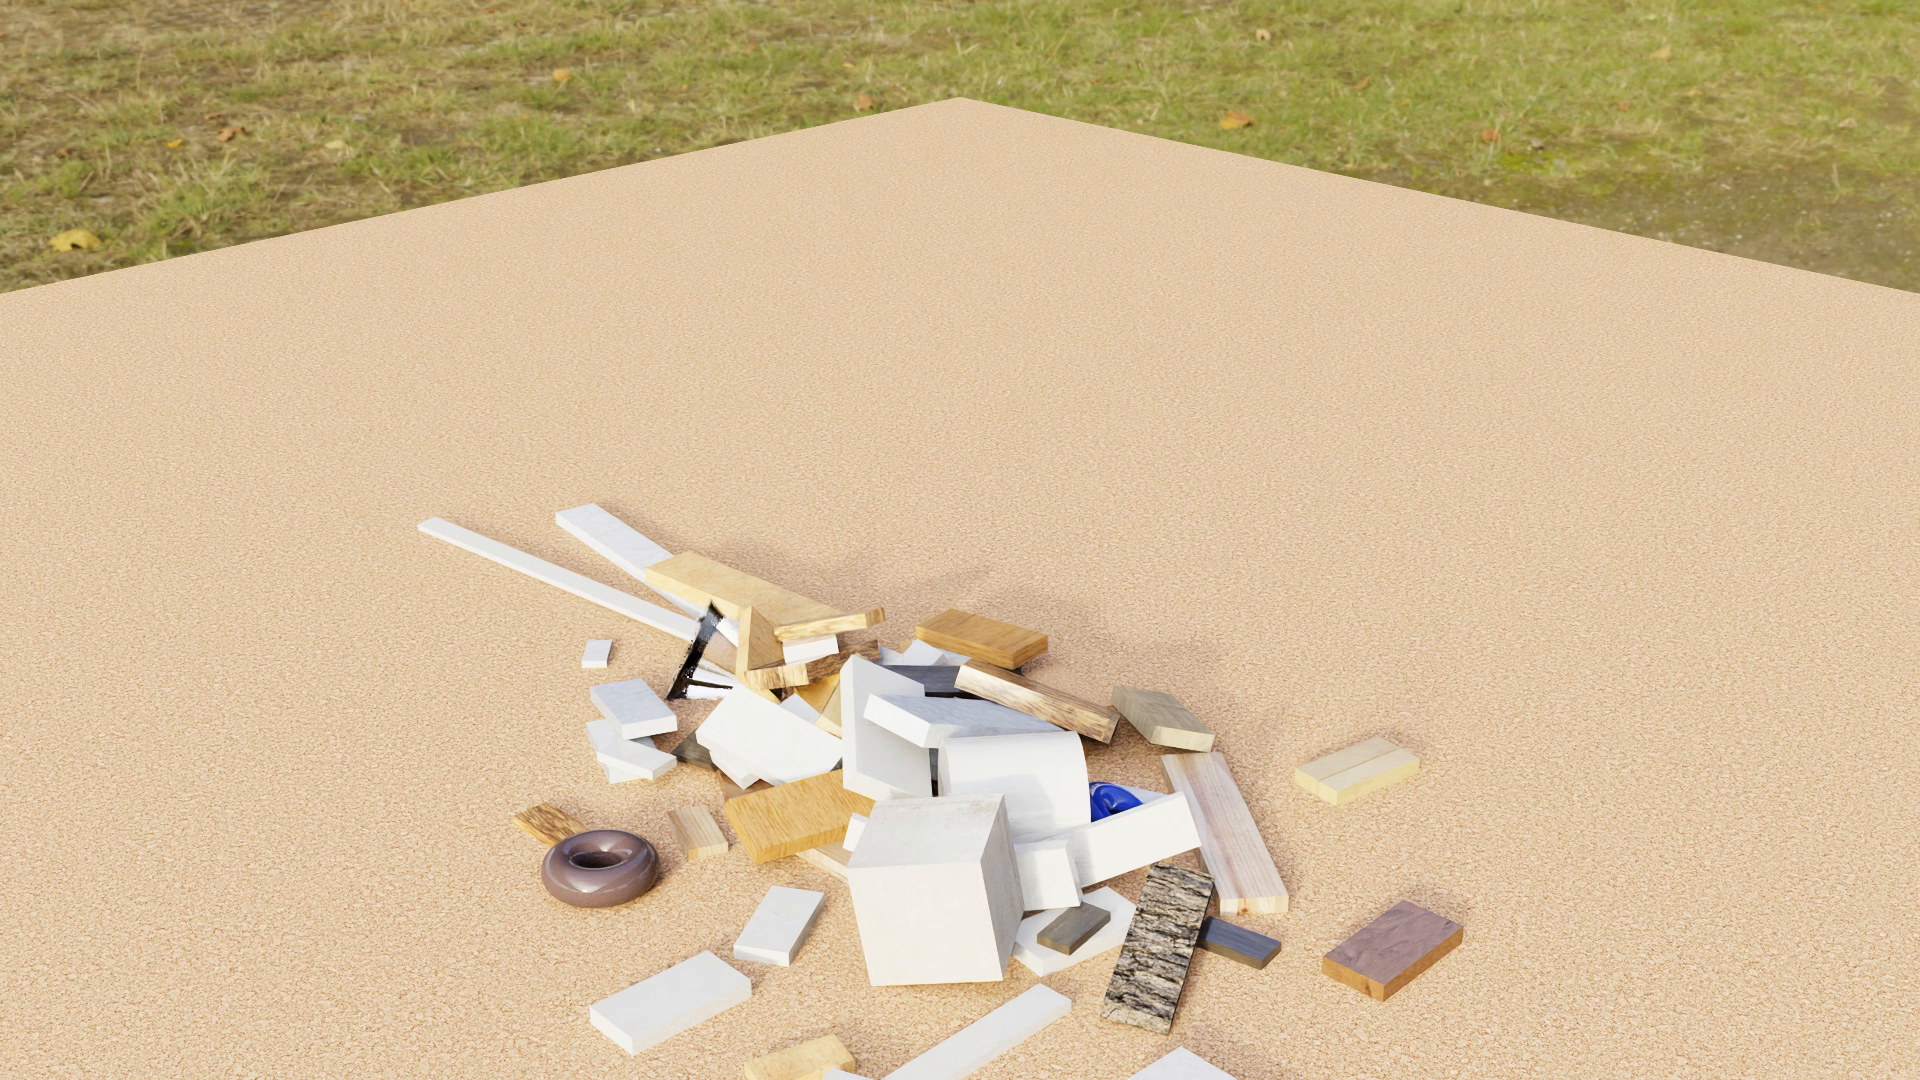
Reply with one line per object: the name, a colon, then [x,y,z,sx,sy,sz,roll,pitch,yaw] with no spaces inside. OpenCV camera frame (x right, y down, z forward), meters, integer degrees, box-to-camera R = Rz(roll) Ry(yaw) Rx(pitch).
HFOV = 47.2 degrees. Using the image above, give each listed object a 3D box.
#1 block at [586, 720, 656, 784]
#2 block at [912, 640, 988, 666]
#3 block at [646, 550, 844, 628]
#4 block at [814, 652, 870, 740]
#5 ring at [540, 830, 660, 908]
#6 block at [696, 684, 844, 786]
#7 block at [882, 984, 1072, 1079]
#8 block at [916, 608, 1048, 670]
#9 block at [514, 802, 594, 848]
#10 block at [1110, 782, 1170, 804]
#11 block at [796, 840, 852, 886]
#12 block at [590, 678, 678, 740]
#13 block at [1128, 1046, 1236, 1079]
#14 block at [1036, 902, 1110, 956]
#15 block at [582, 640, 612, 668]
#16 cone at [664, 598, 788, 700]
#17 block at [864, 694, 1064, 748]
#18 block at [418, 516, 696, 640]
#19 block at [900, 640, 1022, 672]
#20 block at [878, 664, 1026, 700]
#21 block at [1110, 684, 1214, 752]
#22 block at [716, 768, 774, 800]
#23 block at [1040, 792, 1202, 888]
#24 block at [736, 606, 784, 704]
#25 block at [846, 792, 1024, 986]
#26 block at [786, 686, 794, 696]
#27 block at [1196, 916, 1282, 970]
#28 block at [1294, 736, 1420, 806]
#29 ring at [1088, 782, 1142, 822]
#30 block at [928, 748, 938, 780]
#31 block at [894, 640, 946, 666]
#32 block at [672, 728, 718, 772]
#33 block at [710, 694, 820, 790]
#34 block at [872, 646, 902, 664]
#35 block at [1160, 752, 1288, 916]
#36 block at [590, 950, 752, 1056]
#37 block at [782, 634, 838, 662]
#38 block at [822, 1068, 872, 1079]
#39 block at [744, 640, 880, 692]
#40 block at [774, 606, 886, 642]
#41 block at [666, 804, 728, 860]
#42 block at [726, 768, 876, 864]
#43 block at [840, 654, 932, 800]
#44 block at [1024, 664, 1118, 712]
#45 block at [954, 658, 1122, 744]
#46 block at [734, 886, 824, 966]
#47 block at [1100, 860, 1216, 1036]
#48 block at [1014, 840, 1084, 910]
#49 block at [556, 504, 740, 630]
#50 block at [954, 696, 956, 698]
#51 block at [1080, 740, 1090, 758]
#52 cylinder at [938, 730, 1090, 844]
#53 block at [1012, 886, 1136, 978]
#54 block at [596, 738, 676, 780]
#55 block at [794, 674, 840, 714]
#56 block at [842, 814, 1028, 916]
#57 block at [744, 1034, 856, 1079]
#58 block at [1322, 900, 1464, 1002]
block: [-0.714,0.442,4.677,0.114,0.032,0.228,-9,24,-19]
block: [-0.024,0.257,5.026,0.170,0.024,0.085,0,23,-1]
block: [-0.523,0.138,5.302,0.551,0.040,0.143,19,30,38]
block: [-0.211,0.337,4.561,0.113,0.032,0.226,35,36,-5]
ring: [-0.686,0.625,4.194,0.226,0.075,0.226,0,22,0]
block: [-0.379,0.415,4.478,0.285,0.040,0.143,26,56,20]
block: [-0.044,0.883,3.652,0.075,0.021,0.602,21,31,40]
block: [0.049,0.224,5.018,0.273,0.039,0.136,14,25,34]
block: [-0.808,0.573,4.380,0.160,0.023,0.080,21,31,40]
block: [0.351,0.531,4.484,0.140,0.020,0.070,10,25,22]
block: [-0.246,0.593,4.316,0.130,0.037,0.260,-21,31,-40]
block: [-0.711,0.365,4.774,0.117,0.033,0.295,-9,16,-21]
block: [0.409,0.917,3.554,0.129,0.037,0.258,-20,30,-39]
block: [0.207,0.703,3.988,0.070,0.020,0.140,15,27,32]
block: [-0.844,0.265,5.117,0.056,0.016,0.112,-1,23,-1]
cone: [-0.497,0.296,4.921,0.248,0.248,0.248,25,22,-9]
block: [0.013,0.374,4.476,0.174,0.049,0.418,23,10,41]
block: [-0.927,0.117,5.424,1.321,0.016,0.056,18,35,39]
block: [0.000,0.276,5.062,0.273,0.039,0.136,-1,23,-3]
block: [-0.017,0.317,4.801,0.378,0.032,0.112,3,27,-30]
block: [0.431,0.382,4.719,0.136,0.039,0.273,10,12,-17]
block: [-0.433,0.490,4.560,0.130,0.037,0.260,-6,24,-14]
block: [0.271,0.580,4.125,0.348,0.104,0.029,-20,11,0]
block: [-0.443,0.259,4.888,0.033,0.117,0.233,-33,30,19]
block: [-0.039,0.624,3.935,0.240,0.240,0.240,-5,21,14]
block: [-0.278,0.373,4.825,0.157,0.044,0.314,-5,24,-12]
block: [0.500,0.734,4.005,0.149,0.021,0.075,16,28,33]
block: [0.829,0.480,4.585,0.241,0.034,0.121,-16,28,-33]
ring: [0.306,0.548,4.318,0.184,0.061,0.184,26,26,-14]
block: [0.013,0.465,4.544,0.228,0.032,0.114,11,20,-17]
block: [-0.118,0.303,4.908,0.085,0.024,0.170,27,63,40]
block: [-0.535,0.441,4.616,0.151,0.021,0.076,8,46,50]
block: [-0.393,0.415,4.539,0.223,0.032,0.112,-34,46,-24]
block: [-0.135,0.303,4.957,0.170,0.024,0.085,18,65,36]
block: [0.517,0.574,4.362,0.129,0.037,0.563,-3,23,-6]
block: [-0.502,0.803,3.824,0.252,0.036,0.126,-20,30,-39]
block: [-0.331,0.235,4.870,0.117,0.033,0.233,-11,3,-4]
block: [-0.208,0.912,3.527,0.082,0.023,0.165,10,25,22]
block: [-0.322,0.275,4.826,0.157,0.044,0.314,-9,3,28]
block: [-0.294,0.190,4.968,0.226,0.032,0.113,-10,3,20]
block: [-0.523,0.579,4.366,0.080,0.023,0.160,-9,25,-21]
block: [-0.298,0.535,4.302,0.285,0.040,0.143,-13,43,-27]
block: [-0.151,0.393,4.449,0.174,0.049,0.347,24,32,-21]
block: [0.240,0.347,4.903,0.114,0.032,0.228,-13,26,-28]
block: [0.169,0.342,4.700,0.347,0.049,0.174,20,4,7]
block: [-0.331,0.710,4.051,0.104,0.029,0.208,6,24,14]
block: [0.360,0.725,3.948,0.121,0.034,0.430,13,30,11]
block: [0.096,0.625,4.061,0.241,0.121,0.034,-8,20,18]
block: [-0.684,0.114,5.450,0.113,0.032,1.176,-16,28,-33]
block: [0.055,0.389,4.723,0.151,0.021,0.076,20,27,-18]
block: [0.163,0.444,4.608,0.112,0.032,0.223,20,18,34]
cylinder: [0.101,0.505,4.240,0.259,0.259,0.259,-3,23,-7]
block: [0.211,0.716,4.028,0.252,0.036,0.126,-16,28,-33]
block: [-0.673,0.455,4.578,0.151,0.021,0.076,15,27,31]
block: [-0.221,0.400,4.656,0.157,0.044,0.314,-13,40,-22]
block: [-0.038,0.608,4.124,0.370,0.070,0.020,19,26,8]
block: [-0.267,0.877,3.663,0.165,0.023,0.082,-12,26,-26]
block: [0.783,0.740,3.971,0.129,0.037,0.258,20,30,39]
